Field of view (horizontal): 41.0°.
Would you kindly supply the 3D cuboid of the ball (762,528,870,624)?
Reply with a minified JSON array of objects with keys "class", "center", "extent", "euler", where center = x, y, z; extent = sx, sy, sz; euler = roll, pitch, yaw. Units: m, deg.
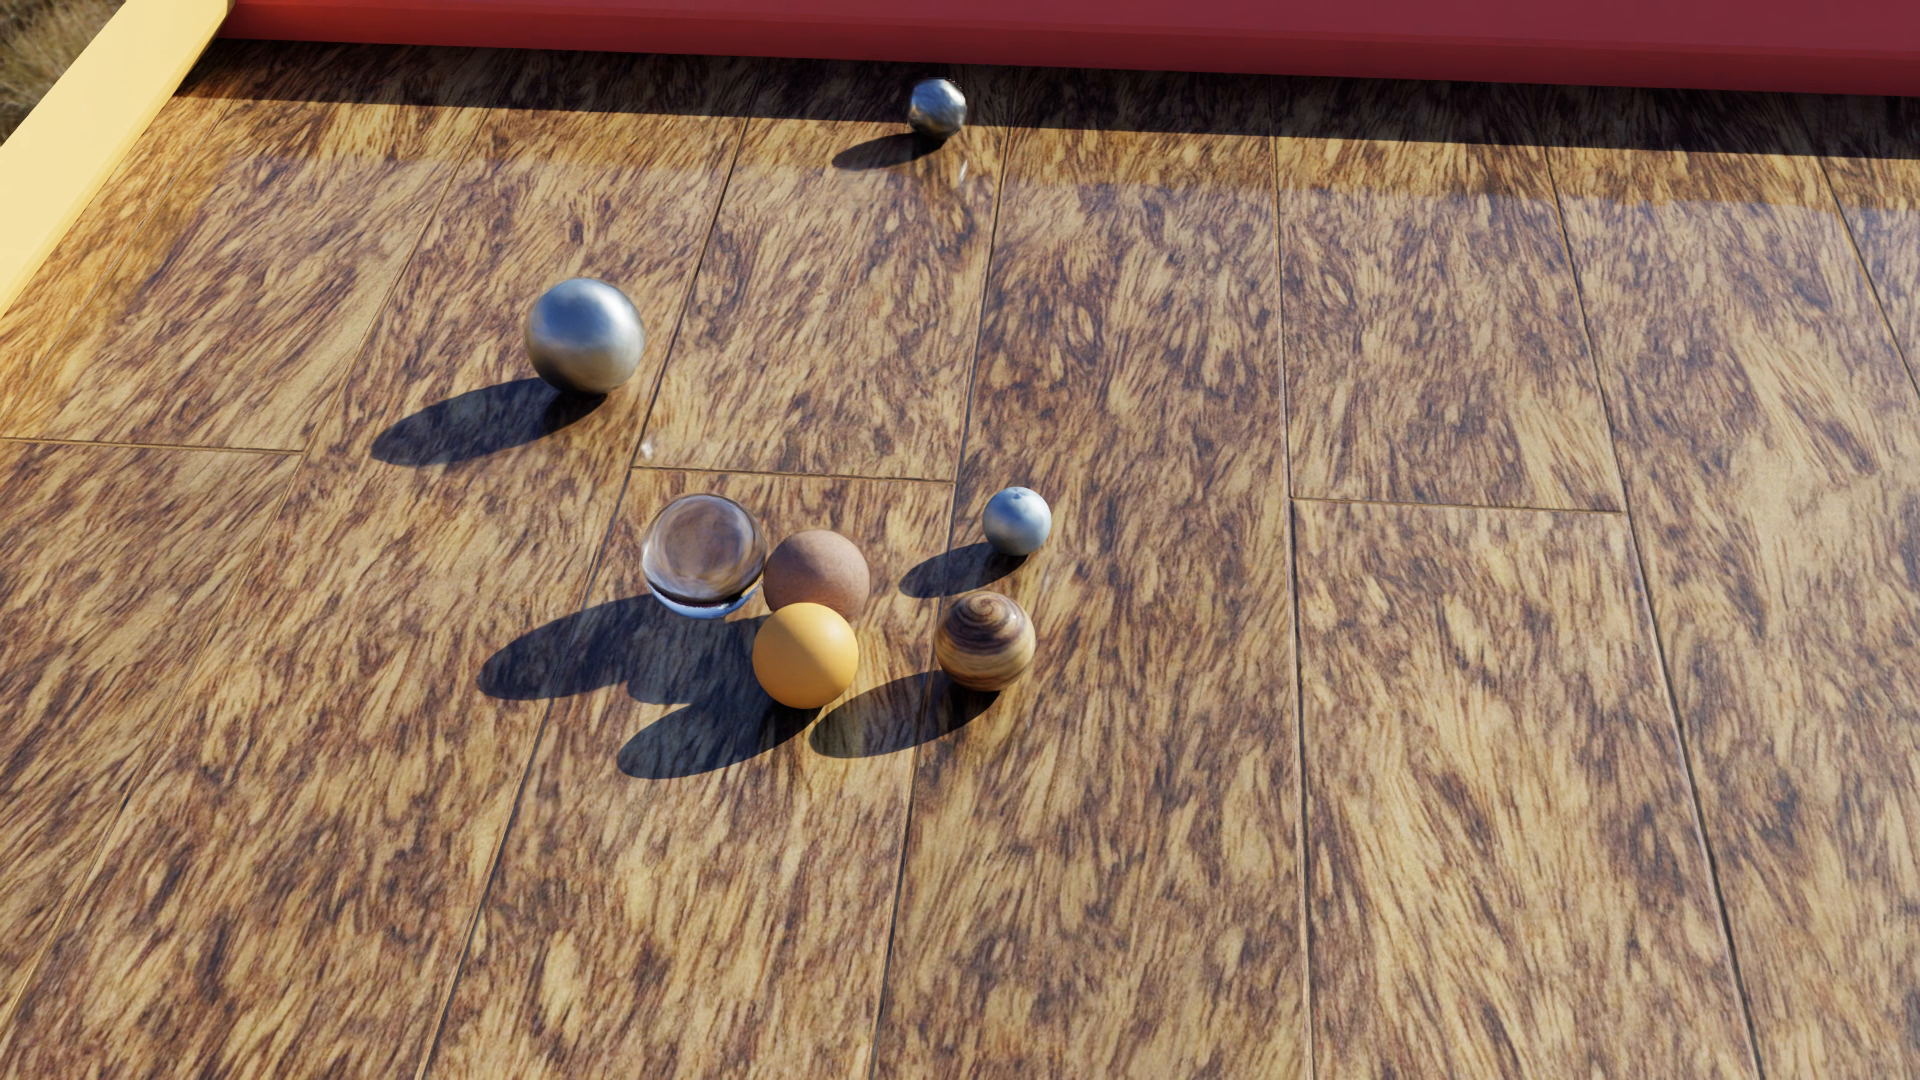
[{"class":"ball","center":[-0.099,0.029,1.768],"extent":[0.074,0.074,0.074],"euler":[0,35,0]}]

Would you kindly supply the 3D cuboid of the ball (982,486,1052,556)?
[{"class":"ball","center":[0.041,-0.013,1.850],"extent":[0.050,0.050,0.050],"euler":[0,35,0]}]

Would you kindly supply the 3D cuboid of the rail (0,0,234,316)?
[{"class":"rail","center":[-0.802,-0.058,1.849],"extent":[0.045,0.122,1.747],"euler":[3,35,4]}]

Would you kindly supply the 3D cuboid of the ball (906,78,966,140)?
[{"class":"ball","center":[-0.022,-0.401,2.395],"extent":[0.057,0.057,0.057],"euler":[0,35,0]}]

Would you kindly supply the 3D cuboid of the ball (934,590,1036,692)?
[{"class":"ball","center":[0.017,0.068,1.719],"extent":[0.068,0.068,0.068],"euler":[0,35,0]}]

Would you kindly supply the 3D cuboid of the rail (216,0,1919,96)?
[{"class":"rail","center":[0.895,-0.469,2.433],"extent":[3.315,0.122,0.045],"euler":[3,35,4]}]

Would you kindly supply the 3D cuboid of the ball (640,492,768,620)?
[{"class":"ball","center":[-0.177,0.011,1.782],"extent":[0.088,0.088,0.088],"euler":[0,35,0]}]

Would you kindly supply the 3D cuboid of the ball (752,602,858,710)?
[{"class":"ball","center":[-0.103,0.077,1.704],"extent":[0.071,0.071,0.071],"euler":[0,35,0]}]

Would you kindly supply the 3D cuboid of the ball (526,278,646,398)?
[{"class":"ball","center":[-0.295,-0.159,2.019],"extent":[0.094,0.094,0.094],"euler":[0,35,0]}]
